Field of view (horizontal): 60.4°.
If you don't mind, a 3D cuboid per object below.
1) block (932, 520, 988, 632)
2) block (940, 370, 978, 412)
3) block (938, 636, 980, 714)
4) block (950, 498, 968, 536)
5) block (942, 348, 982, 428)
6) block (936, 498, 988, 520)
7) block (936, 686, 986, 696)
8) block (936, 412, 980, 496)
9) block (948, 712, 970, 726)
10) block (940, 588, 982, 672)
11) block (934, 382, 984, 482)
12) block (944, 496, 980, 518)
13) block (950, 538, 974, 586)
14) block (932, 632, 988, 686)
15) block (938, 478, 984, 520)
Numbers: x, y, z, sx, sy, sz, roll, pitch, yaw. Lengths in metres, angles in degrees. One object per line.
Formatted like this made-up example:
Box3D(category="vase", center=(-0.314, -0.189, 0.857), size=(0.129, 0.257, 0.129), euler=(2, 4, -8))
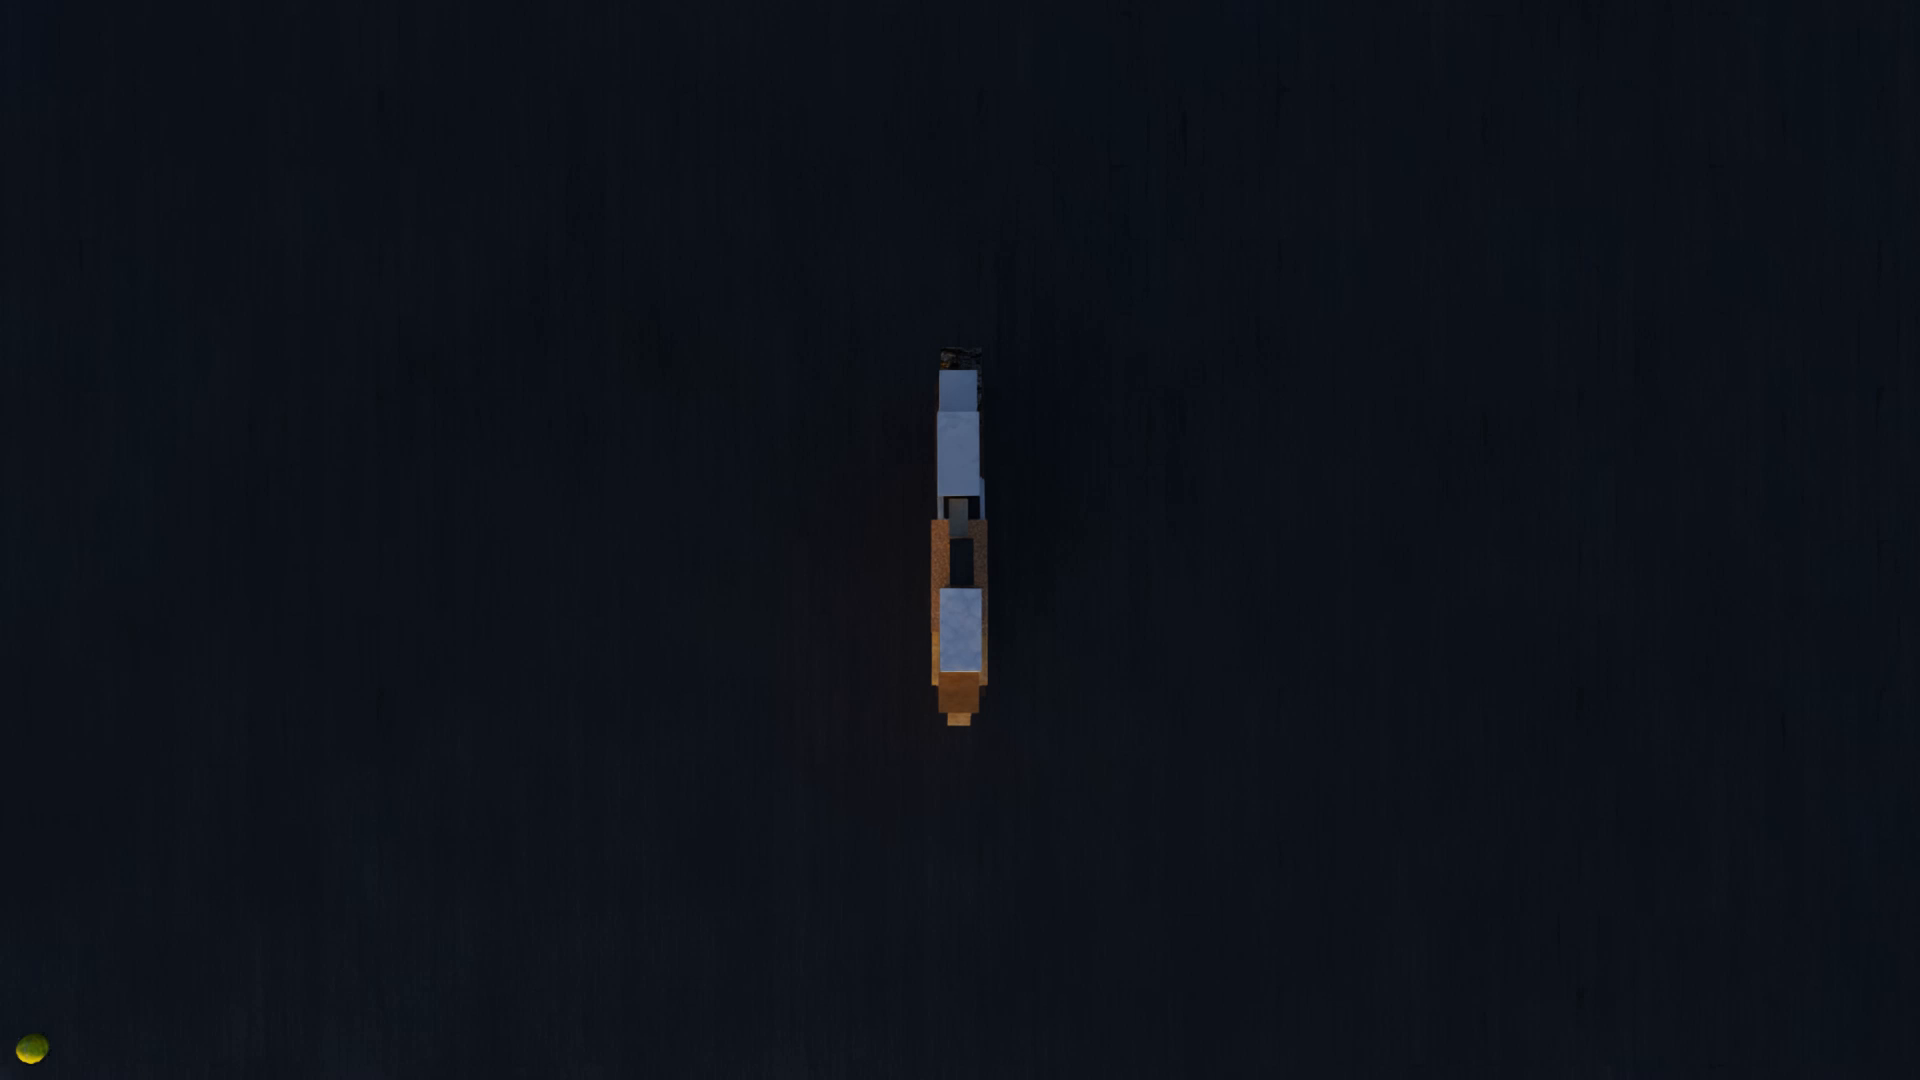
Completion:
Box3D(category="block", center=(-0.002, 0.093, 4.287), size=(0.146, 0.041, 0.292), euler=(0, 90, 0))
Box3D(category="block", center=(-0.005, -0.356, 4.463), size=(0.102, 0.029, 0.204), euler=(0, 90, 0))
Box3D(category="block", center=(-0.003, 0.352, 4.392), size=(0.107, 0.030, 0.214), euler=(0, 90, 0))
Box3D(category="block", center=(-0.004, -0.056, 4.164), size=(0.048, 0.014, 0.095), euler=(0, 90, 0))
Box3D(category="block", center=(0.003, -0.432, 4.698), size=(0.115, 0.033, 0.230), euler=(0, 90, 0))
Box3D(category="block", center=(0.004, 0.030, 5.153), size=(0.162, 0.046, 0.324), euler=(0, 90, 0))
Box3D(category="block", center=(0.002, 0.324, 5.029), size=(0.151, 0.043, 0.302), euler=(0, 90, 0))
Box3D(category="block", center=(-0.004, -0.216, 4.154), size=(0.106, 0.030, 0.212), euler=(-1, 90, 0))
Box3D(category="block", center=(-0.003, 0.479, 4.863), size=(0.067, 0.019, 0.135), euler=(0, 90, 0))
Box3D(category="block", center=(0.002, 0.220, 4.048), size=(0.102, 0.029, 0.204), euler=(0, 90, 0))
Box3D(category="block", center=(-0.002, -0.326, 4.965), size=(0.149, 0.042, 0.299), euler=(0, 90, 0))
Box3D(category="block", center=(0.004, -0.154, 4.394), size=(0.096, 0.027, 0.192), euler=(-1, 90, 0))
Box3D(category="block", center=(0.004, 0.056, 4.140), size=(0.059, 0.017, 0.118), euler=(0, 90, 0))
Box3D(category="block", center=(-0.001, 0.251, 4.644), size=(0.156, 0.044, 0.312), euler=(0, 90, 0))
Box3D(category="block", center=(0.004, -0.039, 4.618), size=(0.131, 0.037, 0.263), euler=(-1, 90, 0))
